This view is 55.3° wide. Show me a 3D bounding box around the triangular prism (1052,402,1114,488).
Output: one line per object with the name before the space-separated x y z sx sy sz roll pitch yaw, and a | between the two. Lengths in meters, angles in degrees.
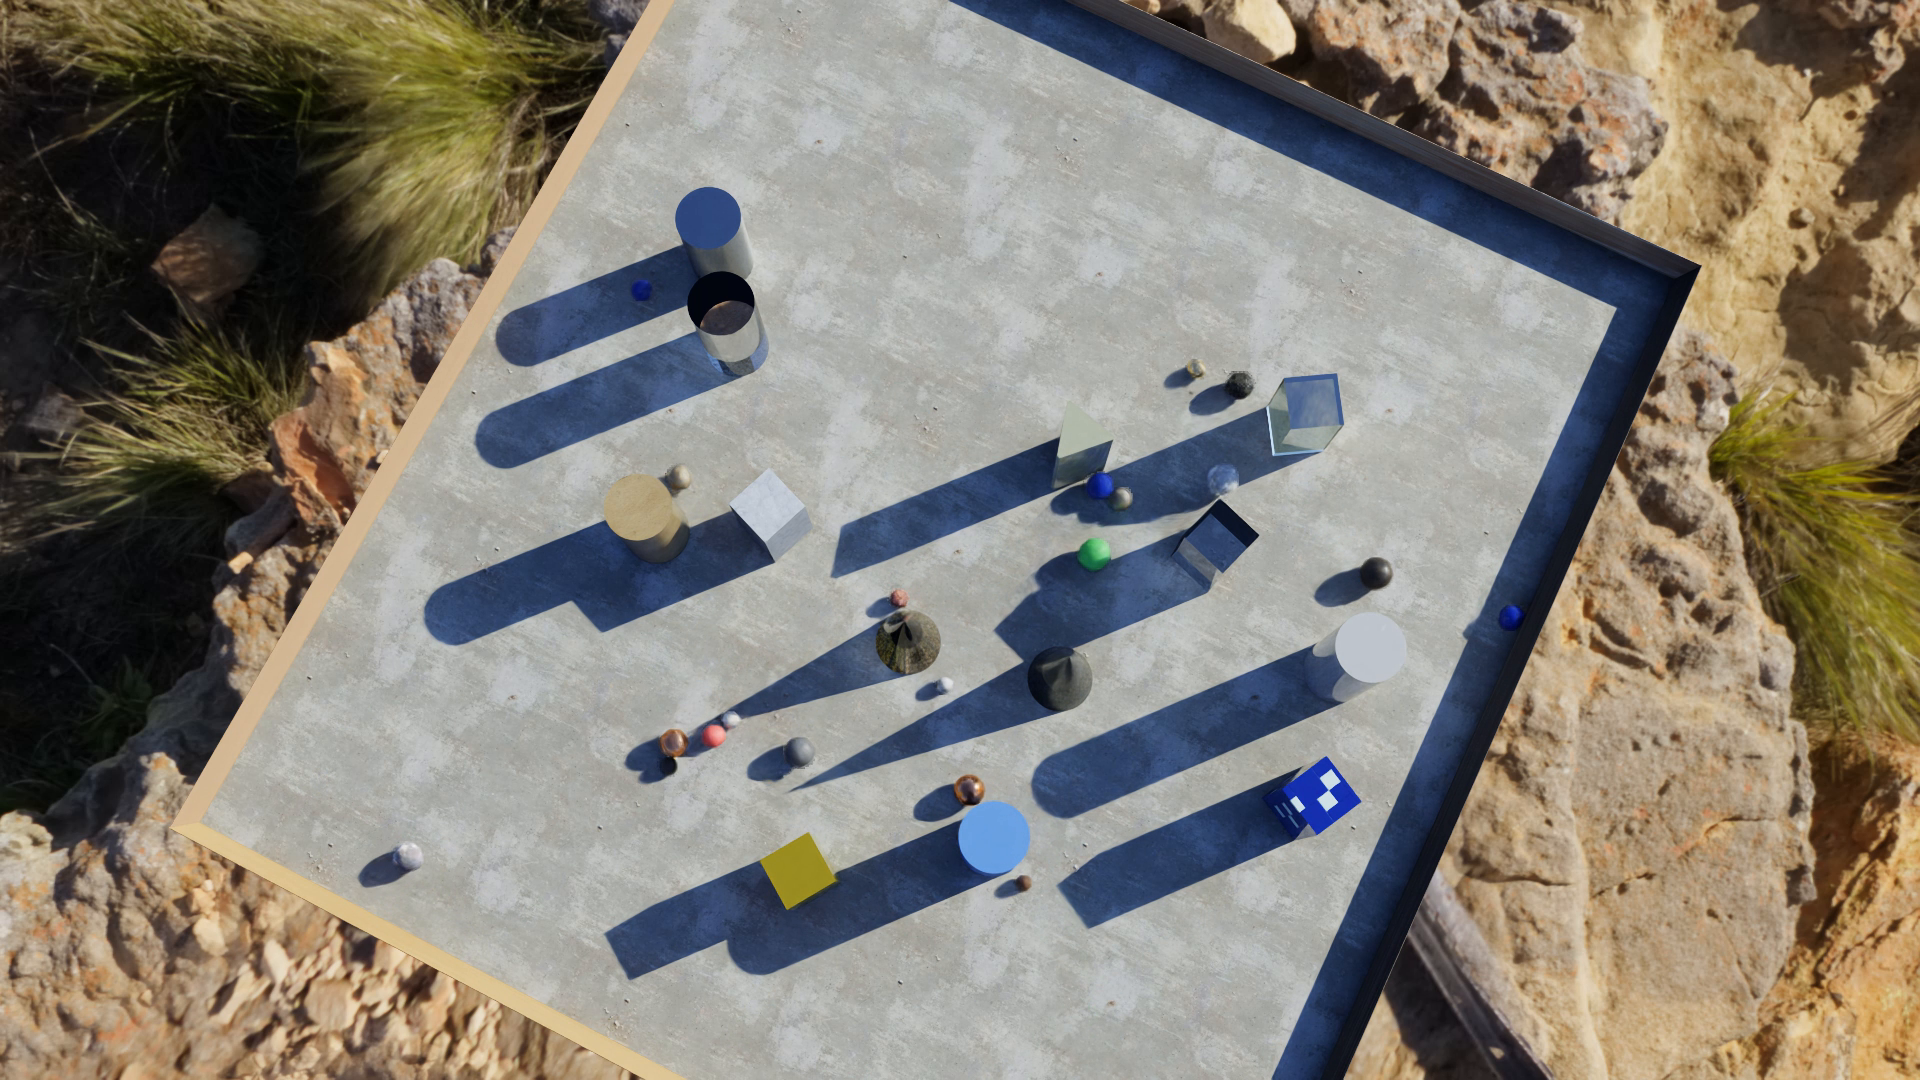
triangular prism | 0.339 -0.295 5.478 0.171 0.391 0.148 -19 79 -4

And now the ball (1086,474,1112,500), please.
ball | 0.426 -0.162 5.609 0.081 0.081 0.081 0 78 0

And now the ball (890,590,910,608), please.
ball | -0.183 0.177 5.551 0.057 0.057 0.057 0 78 0

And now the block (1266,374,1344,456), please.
block | 1.040 -0.376 5.534 0.158 0.314 0.158 -5 78 -1

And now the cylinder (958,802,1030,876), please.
cylinder | 0.094 0.858 5.238 0.197 0.394 0.197 0 78 0

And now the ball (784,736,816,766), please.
ball | -0.475 0.628 5.441 0.089 0.089 0.089 0 78 0

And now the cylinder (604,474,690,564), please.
cylinder | -0.927 -0.059 5.450 0.197 0.351 0.197 0 78 0

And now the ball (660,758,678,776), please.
ball | -0.866 0.674 5.450 0.054 0.054 0.054 0 78 0

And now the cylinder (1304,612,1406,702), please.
cylinder | 1.136 0.345 5.301 0.197 0.478 0.197 0 78 0

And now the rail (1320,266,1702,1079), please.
rail | 1.470 0.726 5.400 0.045 0.128 3.590 26 80 5

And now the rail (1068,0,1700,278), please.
rail | 0.792 -1.545 5.870 3.334 0.128 0.045 26 80 5

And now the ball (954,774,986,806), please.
ball | 0.029 0.740 5.416 0.093 0.093 0.093 0 78 0

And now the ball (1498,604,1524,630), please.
ball | 1.664 0.234 5.529 0.077 0.077 0.077 0 78 0

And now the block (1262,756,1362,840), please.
block | 1.008 0.747 5.280 0.158 0.357 0.158 -35 81 -7

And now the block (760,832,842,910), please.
block | -0.455 0.956 5.275 0.158 0.281 0.158 -30 80 -6

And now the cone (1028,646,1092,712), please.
cone | 0.302 0.370 5.294 0.197 0.483 0.197 0 78 0

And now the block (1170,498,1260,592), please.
block | 0.755 0.019 5.451 0.158 0.317 0.158 44 82 8

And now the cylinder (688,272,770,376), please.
cylinder | -0.697 -0.648 5.541 0.197 0.411 0.197 0 78 0

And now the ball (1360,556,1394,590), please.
ball | 1.260 0.100 5.546 0.099 0.099 0.099 0 78 0

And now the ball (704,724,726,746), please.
ball | -0.732 0.583 5.462 0.066 0.066 0.066 0 78 0

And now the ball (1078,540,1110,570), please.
ball | 0.405 0.046 5.558 0.096 0.096 0.096 0 78 0

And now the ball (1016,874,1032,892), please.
ball | 0.188 1.007 5.384 0.048 0.048 0.048 0 78 0

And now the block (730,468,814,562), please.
block | -0.561 -0.071 5.476 0.158 0.304 0.158 -43 81 -8

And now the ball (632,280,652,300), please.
ball | -0.998 -0.786 5.746 0.064 0.064 0.064 0 78 0

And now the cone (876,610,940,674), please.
cone | -0.156 0.270 5.361 0.197 0.390 0.197 0 78 0

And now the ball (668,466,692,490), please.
ball | -0.858 -0.190 5.618 0.075 0.075 0.075 0 78 0

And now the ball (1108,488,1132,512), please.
ball | 0.490 -0.123 5.606 0.070 0.070 0.070 0 78 0

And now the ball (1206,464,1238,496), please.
ball | 0.802 -0.183 5.605 0.097 0.097 0.097 0 78 0

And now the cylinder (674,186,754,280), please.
cylinder | -0.750 -0.923 5.627 0.197 0.354 0.197 0 78 0

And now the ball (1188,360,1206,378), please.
ball | 0.737 -0.530 5.698 0.056 0.056 0.056 0 78 0

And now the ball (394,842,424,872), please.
ball | -1.618 0.932 5.379 0.087 0.087 0.087 0 78 0

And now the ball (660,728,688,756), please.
ball | -0.850 0.603 5.449 0.085 0.085 0.085 0 78 0

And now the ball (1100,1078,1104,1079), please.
ball | 0.409 1.575 5.264 0.052 0.052 0.052 0 78 0

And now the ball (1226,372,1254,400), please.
ball | 0.866 -0.476 5.672 0.084 0.084 0.084 0 78 0

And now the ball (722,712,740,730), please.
ball | -0.683 0.539 5.477 0.054 0.054 0.054 0 78 0

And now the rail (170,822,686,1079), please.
rail | -0.792 1.558 5.228 3.334 0.128 0.045 26 80 5

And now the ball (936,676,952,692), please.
ball | -0.047 0.434 5.502 0.049 0.049 0.049 0 78 0

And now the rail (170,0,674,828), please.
rail | -1.470 -0.713 5.698 0.045 0.128 3.590 26 80 5

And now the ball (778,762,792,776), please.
ball | -0.518 0.679 5.455 0.042 0.042 0.042 0 78 0
